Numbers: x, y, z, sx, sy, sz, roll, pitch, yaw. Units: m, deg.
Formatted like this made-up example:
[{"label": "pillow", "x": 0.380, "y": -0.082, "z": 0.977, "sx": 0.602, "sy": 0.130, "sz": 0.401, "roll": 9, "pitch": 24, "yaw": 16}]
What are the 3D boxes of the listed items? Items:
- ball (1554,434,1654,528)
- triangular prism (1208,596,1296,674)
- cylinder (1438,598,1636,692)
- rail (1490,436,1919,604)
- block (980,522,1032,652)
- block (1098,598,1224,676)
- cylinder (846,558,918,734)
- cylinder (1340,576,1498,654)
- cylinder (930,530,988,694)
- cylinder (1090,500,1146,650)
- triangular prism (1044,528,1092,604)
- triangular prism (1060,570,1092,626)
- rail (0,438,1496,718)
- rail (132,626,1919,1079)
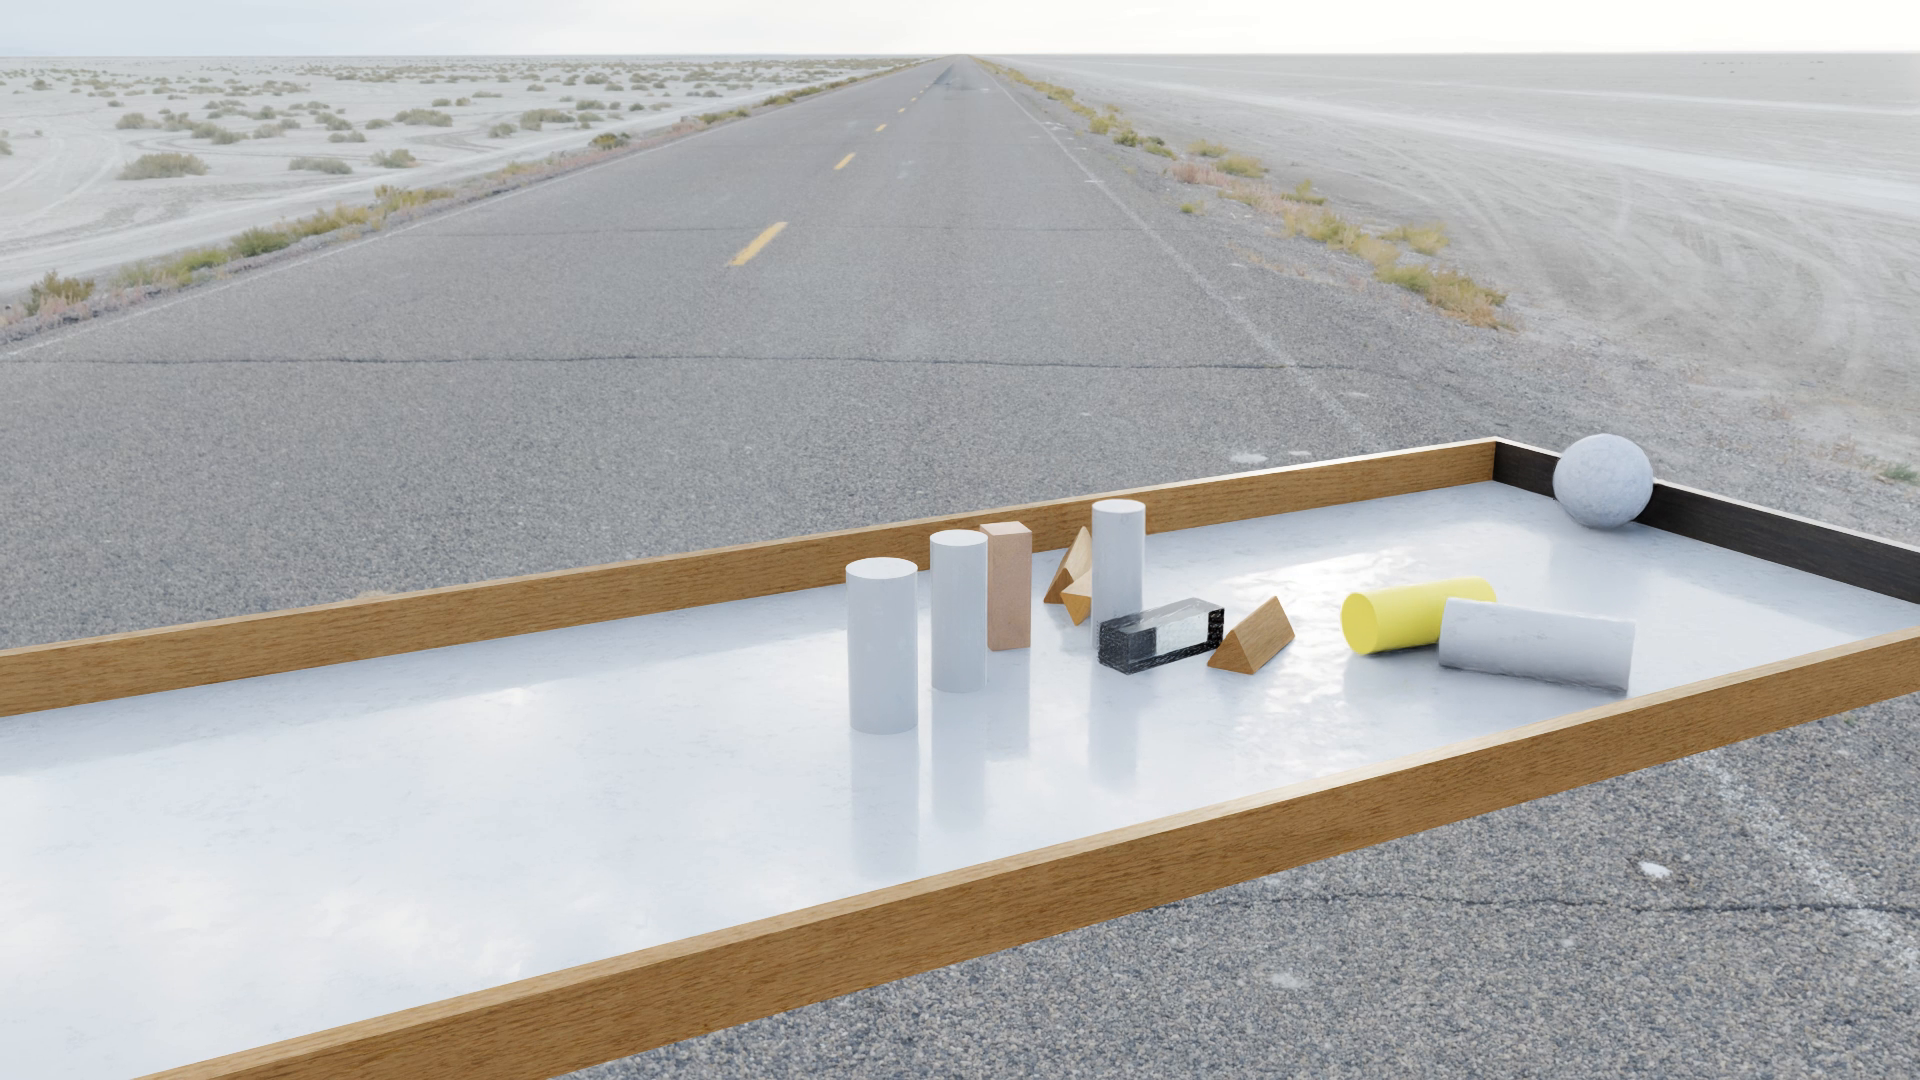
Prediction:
[{"label": "ball", "x": 2.131, "y": -0.195, "z": 5.464, "sx": 0.312, "sy": 0.312, "sz": 0.312, "roll": 0, "pitch": 16, "yaw": 0}, {"label": "triangular prism", "x": 0.771, "y": 0.240, "z": 4.334, "sx": 0.126, "sy": 0.109, "sz": 0.322, "roll": 10, "pitch": 19, "yaw": 29}, {"label": "cylinder", "x": 1.451, "y": 0.261, "z": 4.153, "sx": 0.450, "sy": 0.178, "sz": 0.178, "roll": 7, "pitch": 18, "yaw": 23}, {"label": "rail", "x": 2.466, "y": -0.048, "z": 5.253, "sx": 0.050, "sy": 0.150, "sz": 2.100, "roll": -9, "pitch": 18, "yaw": -27}, {"label": "block", "x": 0.120, "y": 0.122, "z": 4.374, "sx": 0.108, "sy": 0.319, "sz": 0.108, "roll": -5, "pitch": 17, "yaw": -17}, {"label": "block", "x": 0.529, "y": 0.249, "z": 4.312, "sx": 0.344, "sy": 0.111, "sz": 0.111, "roll": -12, "pitch": 20, "yaw": -36}, {"label": "cylinder", "x": -0.181, "y": 0.246, "z": 3.845, "sx": 0.165, "sy": 0.379, "sz": 0.165, "roll": 0, "pitch": 16, "yaw": 0}, {"label": "cylinder", "x": 1.223, "y": 0.199, "z": 4.390, "sx": 0.383, "sy": 0.163, "sz": 0.163, "roll": -7, "pitch": 18, "yaw": -21}, {"label": "cylinder", "x": -0.003, "y": 0.176, "z": 4.083, "sx": 0.142, "sy": 0.379, "sz": 0.142, "roll": 0, "pitch": 16, "yaw": 0}, {"label": "cylinder", "x": 0.416, "y": 0.096, "z": 4.345, "sx": 0.138, "sy": 0.384, "sz": 0.138, "roll": -1, "pitch": 16, "yaw": 0}, {"label": "triangular prism", "x": 0.342, "y": 0.069, "z": 4.919, "sx": 0.123, "sy": 0.107, "sz": 0.440, "roll": 3, "pitch": 17, "yaw": 11}, {"label": "triangular prism", "x": 0.389, "y": 0.125, "z": 4.696, "sx": 0.089, "sy": 0.102, "sz": 0.369, "roll": 37, "pitch": 27, "yaw": 12}, {"label": "rail", "x": -3.305, "y": 0.497, "z": 3.399, "sx": 12.000, "sy": 0.150, "sz": 0.050, "roll": -9, "pitch": 18, "yaw": -27}, {"label": "rail", "x": -2.336, "y": 1.006, "z": 1.665, "sx": 12.000, "sy": 0.150, "sz": 0.050, "roll": -9, "pitch": 18, "yaw": -27}]
